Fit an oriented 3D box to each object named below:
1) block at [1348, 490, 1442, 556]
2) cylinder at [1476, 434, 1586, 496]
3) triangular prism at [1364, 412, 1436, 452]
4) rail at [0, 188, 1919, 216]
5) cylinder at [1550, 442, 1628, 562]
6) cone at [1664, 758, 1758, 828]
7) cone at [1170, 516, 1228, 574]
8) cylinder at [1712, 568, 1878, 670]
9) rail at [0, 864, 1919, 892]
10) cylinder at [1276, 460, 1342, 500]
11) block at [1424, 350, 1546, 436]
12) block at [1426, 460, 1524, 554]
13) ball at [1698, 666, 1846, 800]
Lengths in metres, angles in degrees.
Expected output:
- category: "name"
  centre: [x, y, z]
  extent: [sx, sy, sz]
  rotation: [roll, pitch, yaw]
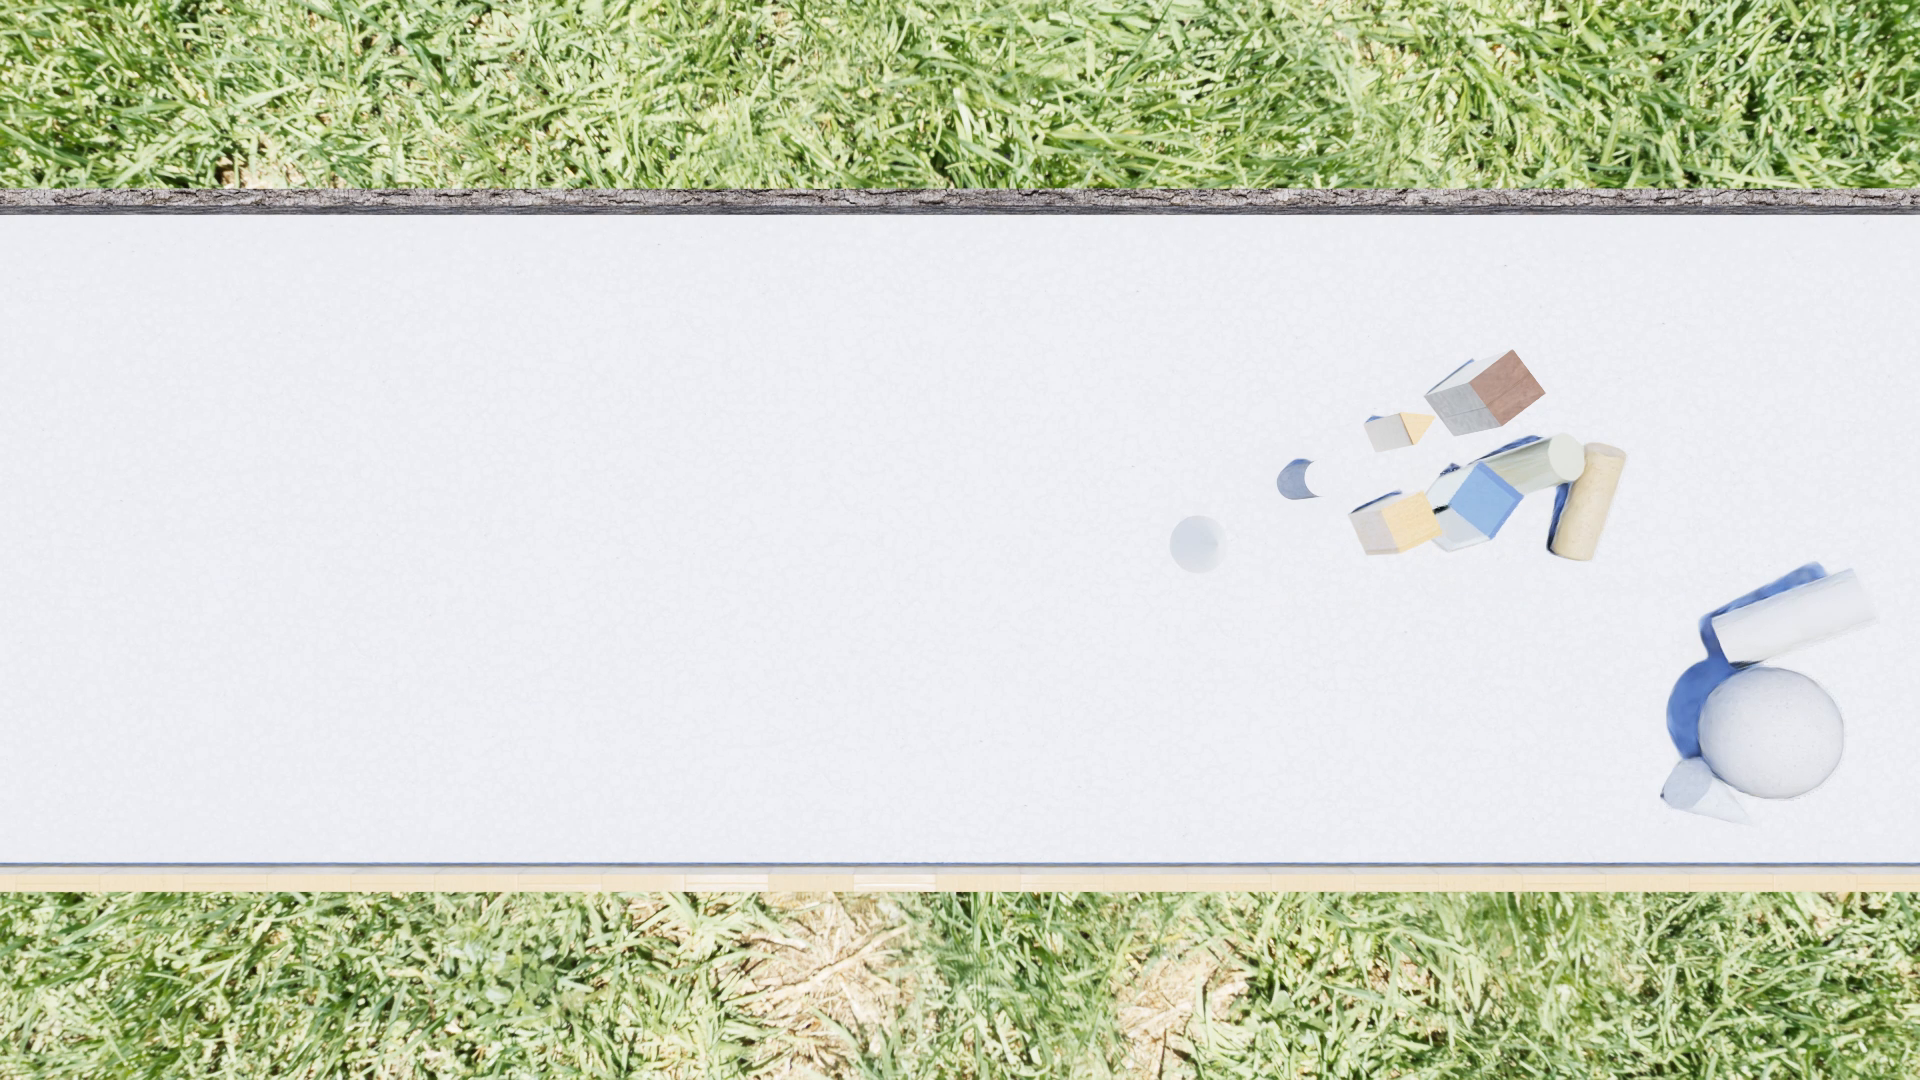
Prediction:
- category: "block"
  centre: [1.292, -0.048, 4.912]
  extent: [0.138, 0.321, 0.138]
  rotation: [-24, 90, -4]
- category: "cylinder"
  centre: [1.678, -0.208, 4.898]
  extent: [0.142, 0.328, 0.142]
  rotation: [6, 76, -25]
- category: "triangular prism"
  centre: [1.276, -0.333, 4.861]
  extent: [0.085, 0.432, 0.098]
  rotation: [36, 90, 0]
- category: "rail"
  centre: [-2.247, -1.025, 5.002]
  extent: [12.000, 0.150, 0.050]
  rotation: [0, 90, 0]
- category: "cylinder"
  centre: [1.887, -0.114, 4.952]
  extent: [0.126, 0.126, 0.338]
  rotation: [10, 113, 0]
- category: "cone"
  centre: [2.331, 0.813, 5.033]
  extent: [0.311, 0.177, 0.177]
  rotation: [31, 90, -16]
- category: "cone"
  centre: [0.734, 0.014, 4.882]
  extent: [0.179, 0.389, 0.179]
  rotation: [0, 90, 0]
- category: "cylinder"
  centre: [2.479, 0.237, 4.907]
  extent: [0.410, 0.170, 0.170]
  rotation: [-26, 90, 27]
- category: "rail"
  centre: [-2.247, 1.025, 5.001]
  extent: [12.000, 0.150, 0.050]
  rotation: [0, 90, 0]
- category: "cylinder"
  centre: [1.028, -0.176, 4.870]
  extent: [0.107, 0.414, 0.107]
  rotation: [0, 90, 0]
- category: "block"
  centre: [1.536, -0.427, 4.852]
  extent: [0.156, 0.449, 0.156]
  rotation: [-37, 90, 0]
- category: "block"
  centre: [1.496, -0.094, 4.903]
  extent: [0.165, 0.325, 0.165]
  rotation: [39, 81, 0]
- category: "ball"
  centre: [2.347, 0.558, 4.777]
  extent: [0.384, 0.384, 0.384]
  rotation: [0, 90, 0]
